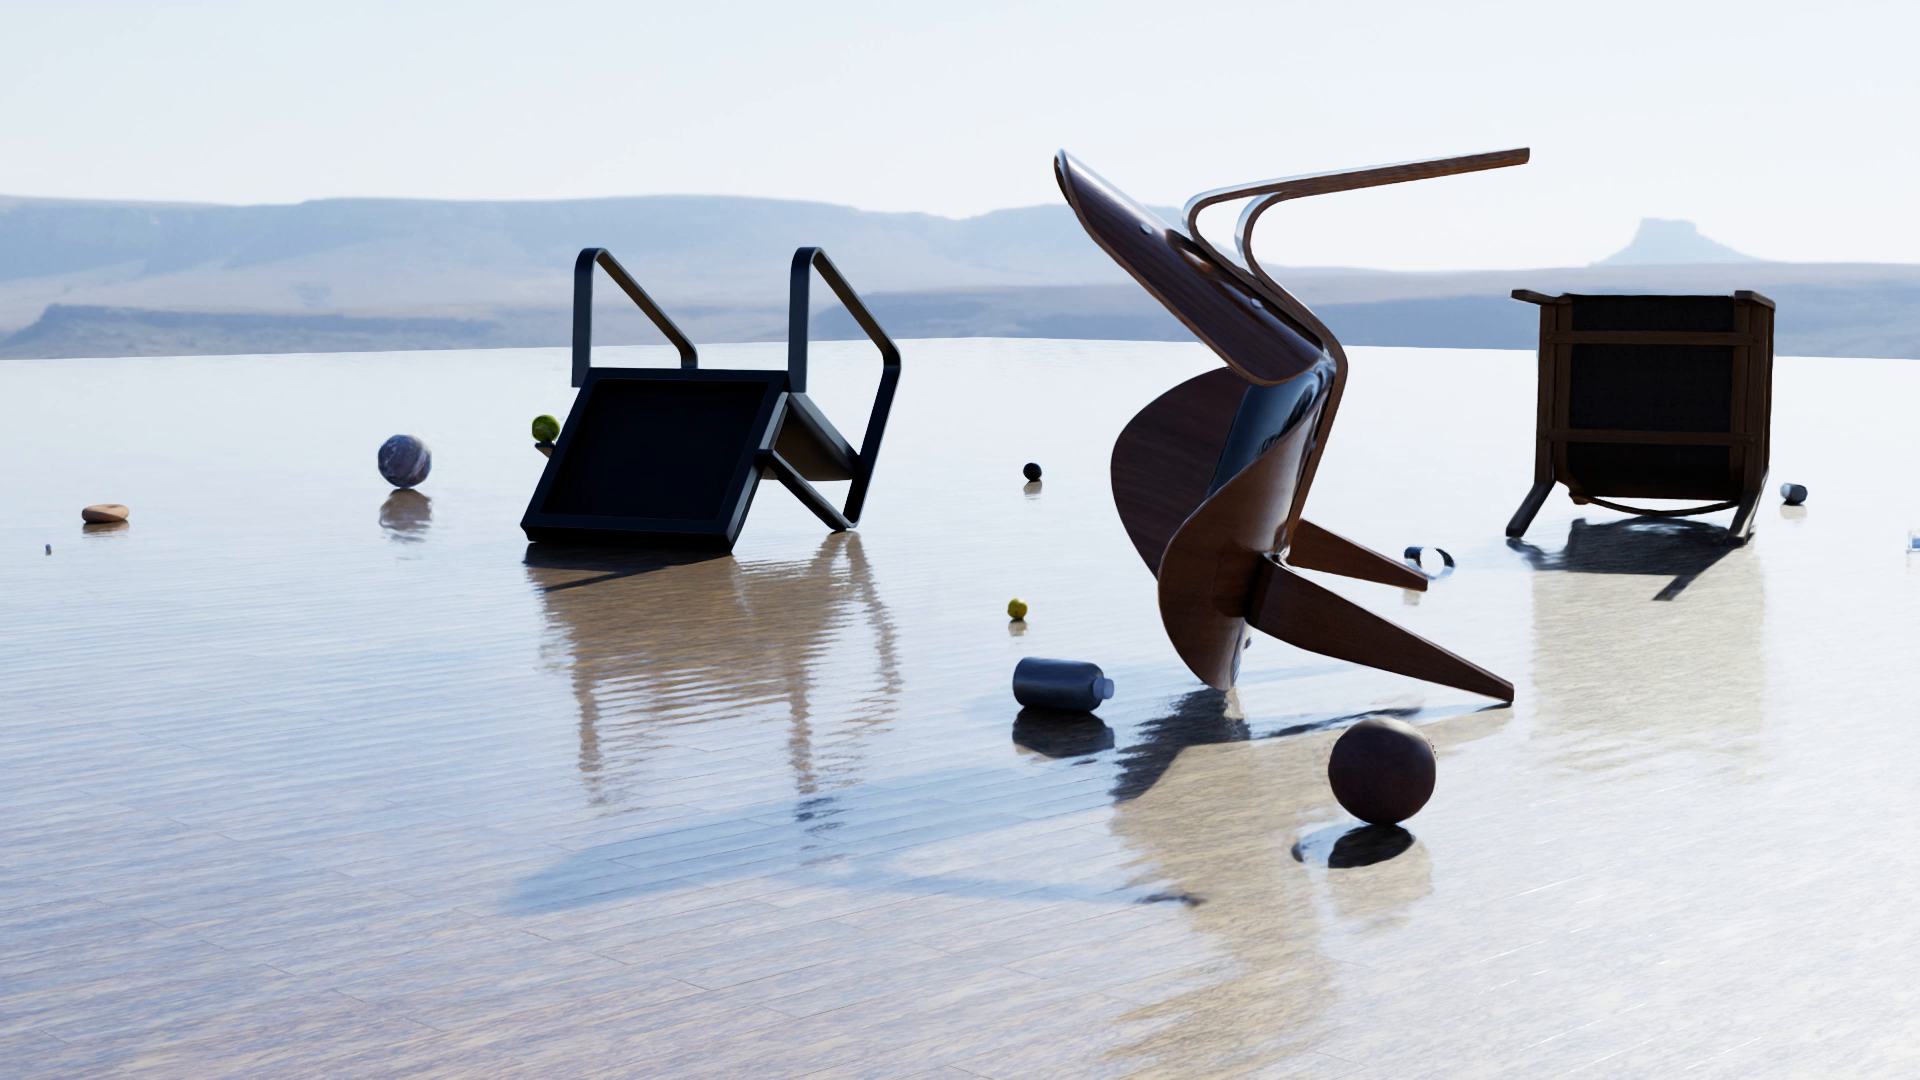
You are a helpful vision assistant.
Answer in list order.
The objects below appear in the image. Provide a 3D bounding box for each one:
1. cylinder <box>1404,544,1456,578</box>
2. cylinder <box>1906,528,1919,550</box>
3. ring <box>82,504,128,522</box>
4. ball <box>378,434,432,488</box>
[{"bbox_3d":[1.028,0.047,5.625,0.093,0.062,0.071,24,-4,-23],"label":"cylinder"},{"bbox_3d":[2.315,-0.002,6.175,0.056,0.047,0.091,1,22,12],"label":"cylinder"},{"bbox_3d":[-2.308,-0.072,6.929,0.115,0.038,0.185,1,6,0],"label":"ring"},{"bbox_3d":[-1.724,-0.246,7.970,0.169,0.169,0.169,0,6,0],"label":"ball"}]
